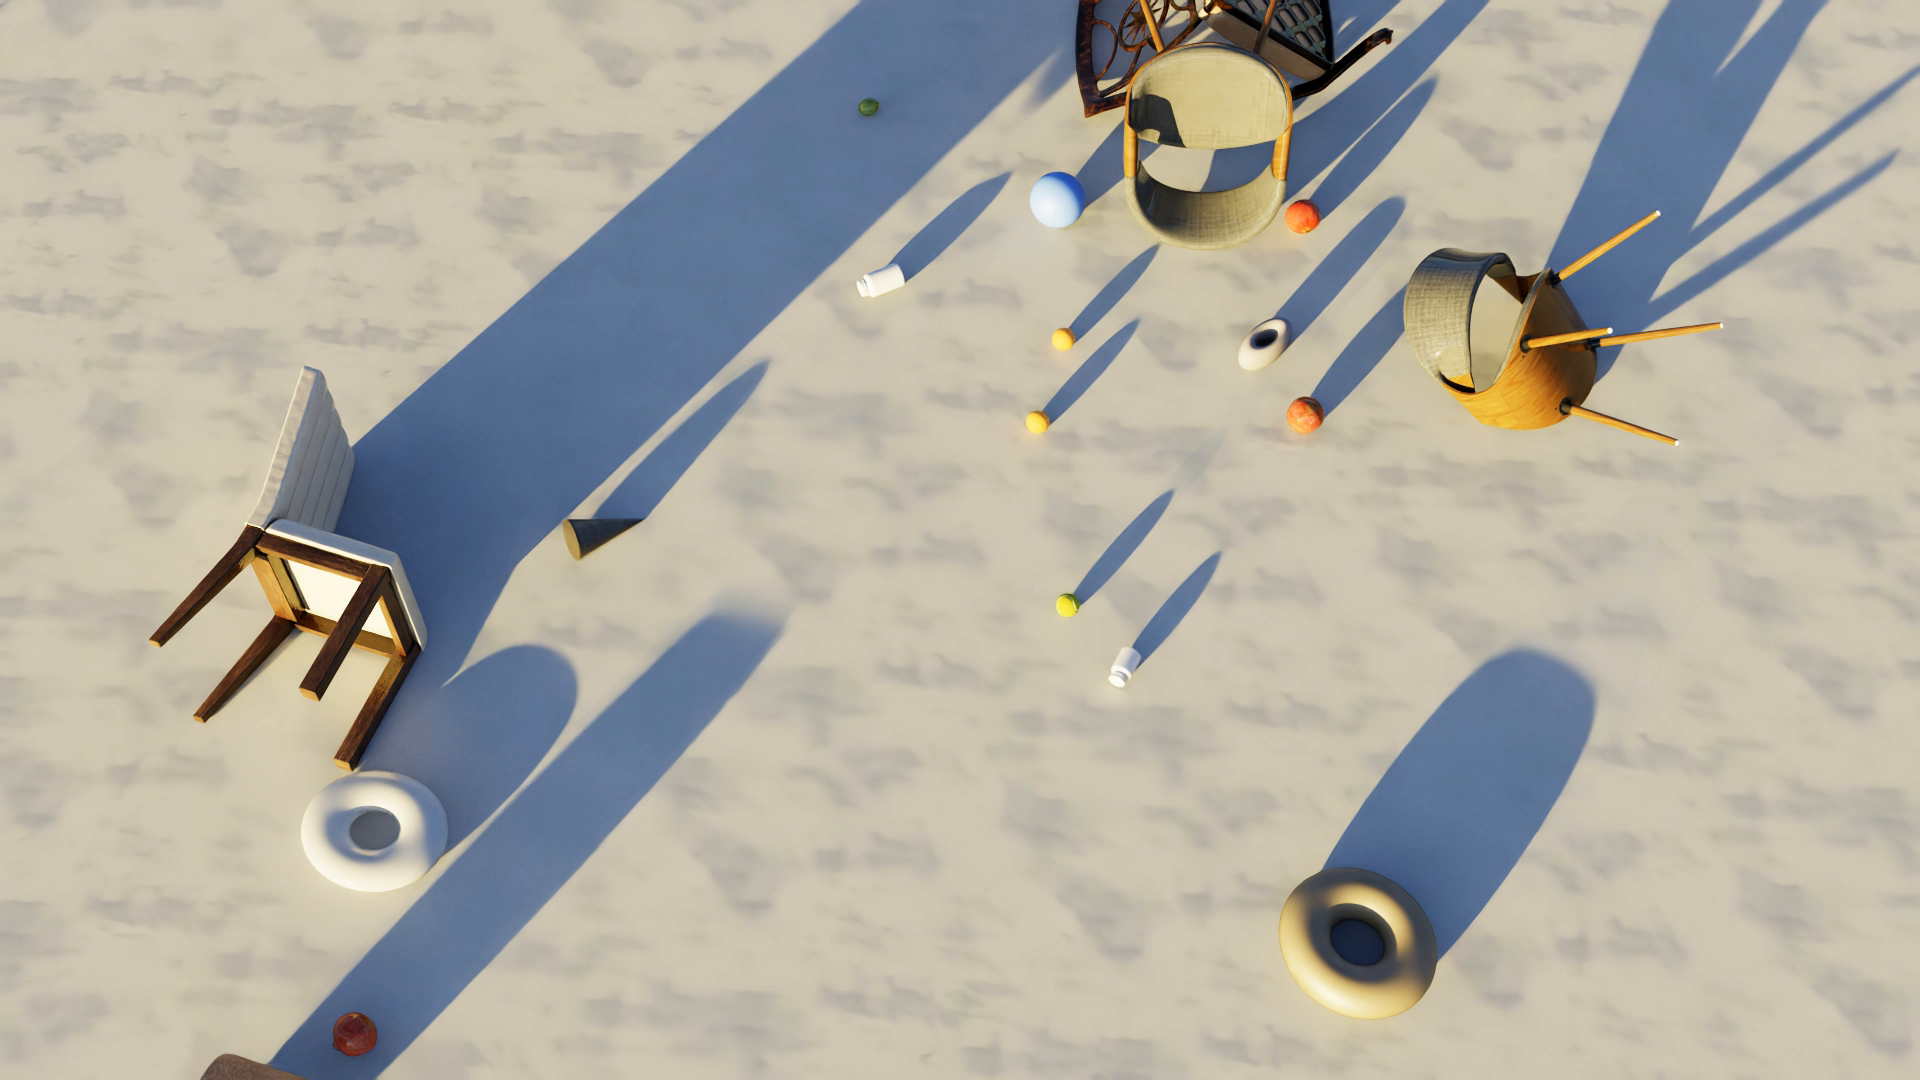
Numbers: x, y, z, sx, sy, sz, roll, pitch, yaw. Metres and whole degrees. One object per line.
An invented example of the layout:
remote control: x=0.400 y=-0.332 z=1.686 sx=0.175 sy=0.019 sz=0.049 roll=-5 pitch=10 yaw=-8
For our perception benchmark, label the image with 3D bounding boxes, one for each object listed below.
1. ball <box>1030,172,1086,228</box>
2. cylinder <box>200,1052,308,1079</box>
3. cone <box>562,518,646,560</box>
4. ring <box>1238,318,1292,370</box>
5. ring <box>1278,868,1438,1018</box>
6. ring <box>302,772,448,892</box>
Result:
ball: x=0.321 y=-1.116 z=7.212 sx=0.184 sy=0.184 sz=0.184 roll=0 pitch=56 yaw=0
cylinder: x=-1.770 y=1.431 z=5.472 sx=0.215 sy=0.232 sz=0.252 roll=15 pitch=82 yaw=10
cone: x=-1.048 y=-0.033 z=6.562 sx=0.242 sy=0.112 sz=0.131 roll=-17 pitch=70 yaw=-27
ring: x=0.963 y=-0.619 z=6.933 sx=0.223 sy=0.095 sz=0.115 roll=-40 pitch=67 yaw=-22
ring: x=1.047 y=1.059 z=5.787 sx=0.402 sy=0.129 sz=0.433 roll=-29 pitch=60 yaw=-19
ring: x=-1.596 y=0.791 z=5.998 sx=0.411 sy=0.075 sz=0.354 roll=18 pitch=59 yaw=11
